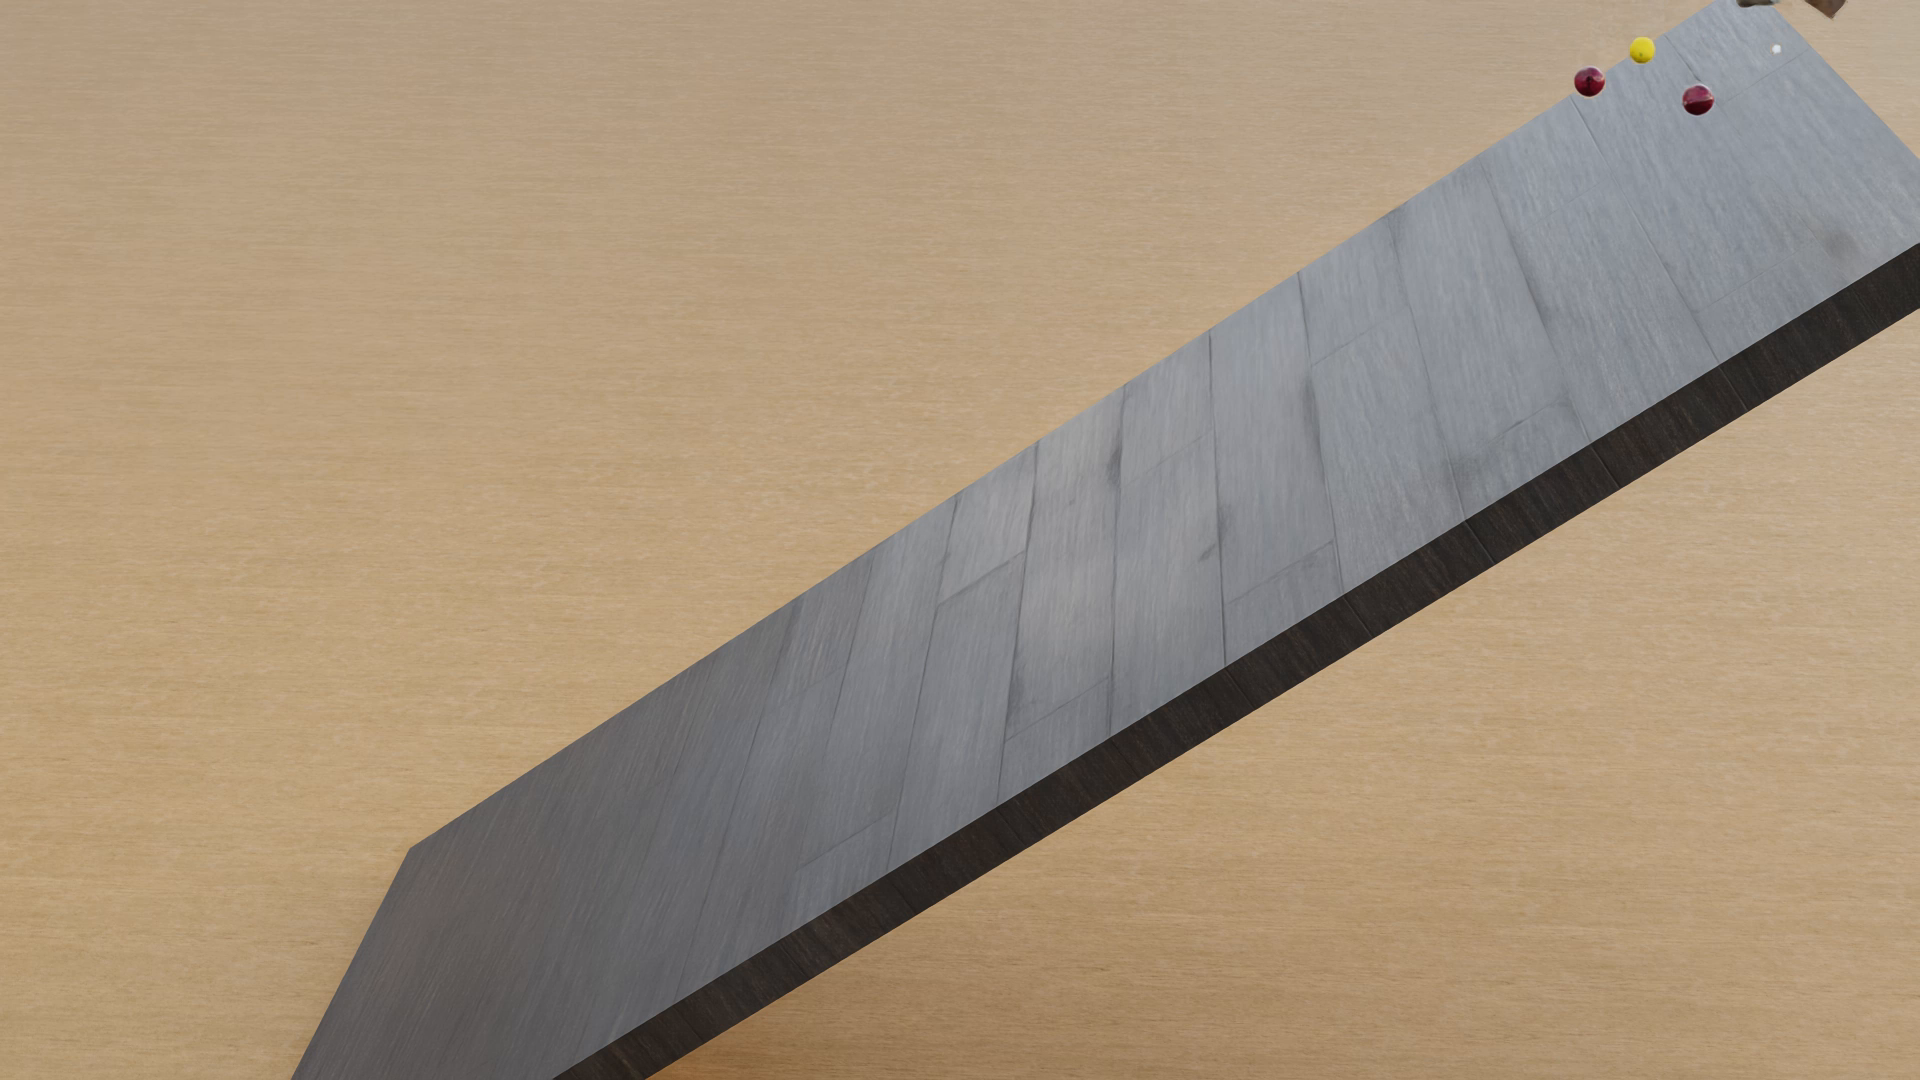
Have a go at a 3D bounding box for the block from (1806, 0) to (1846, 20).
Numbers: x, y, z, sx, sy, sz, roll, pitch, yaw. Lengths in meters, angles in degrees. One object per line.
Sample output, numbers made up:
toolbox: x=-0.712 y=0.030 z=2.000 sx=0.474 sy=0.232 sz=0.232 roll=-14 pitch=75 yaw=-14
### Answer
block: x=1.584 y=-1.024 z=5.407 sx=0.080 sy=0.080 sz=0.080 roll=27 pitch=23 yaw=-24

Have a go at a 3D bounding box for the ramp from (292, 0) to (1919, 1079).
ramp: x=0.134 y=0.175 z=6.309 sx=4.000 sy=0.100 sz=2.000 roll=-33 pitch=16 yaw=15
